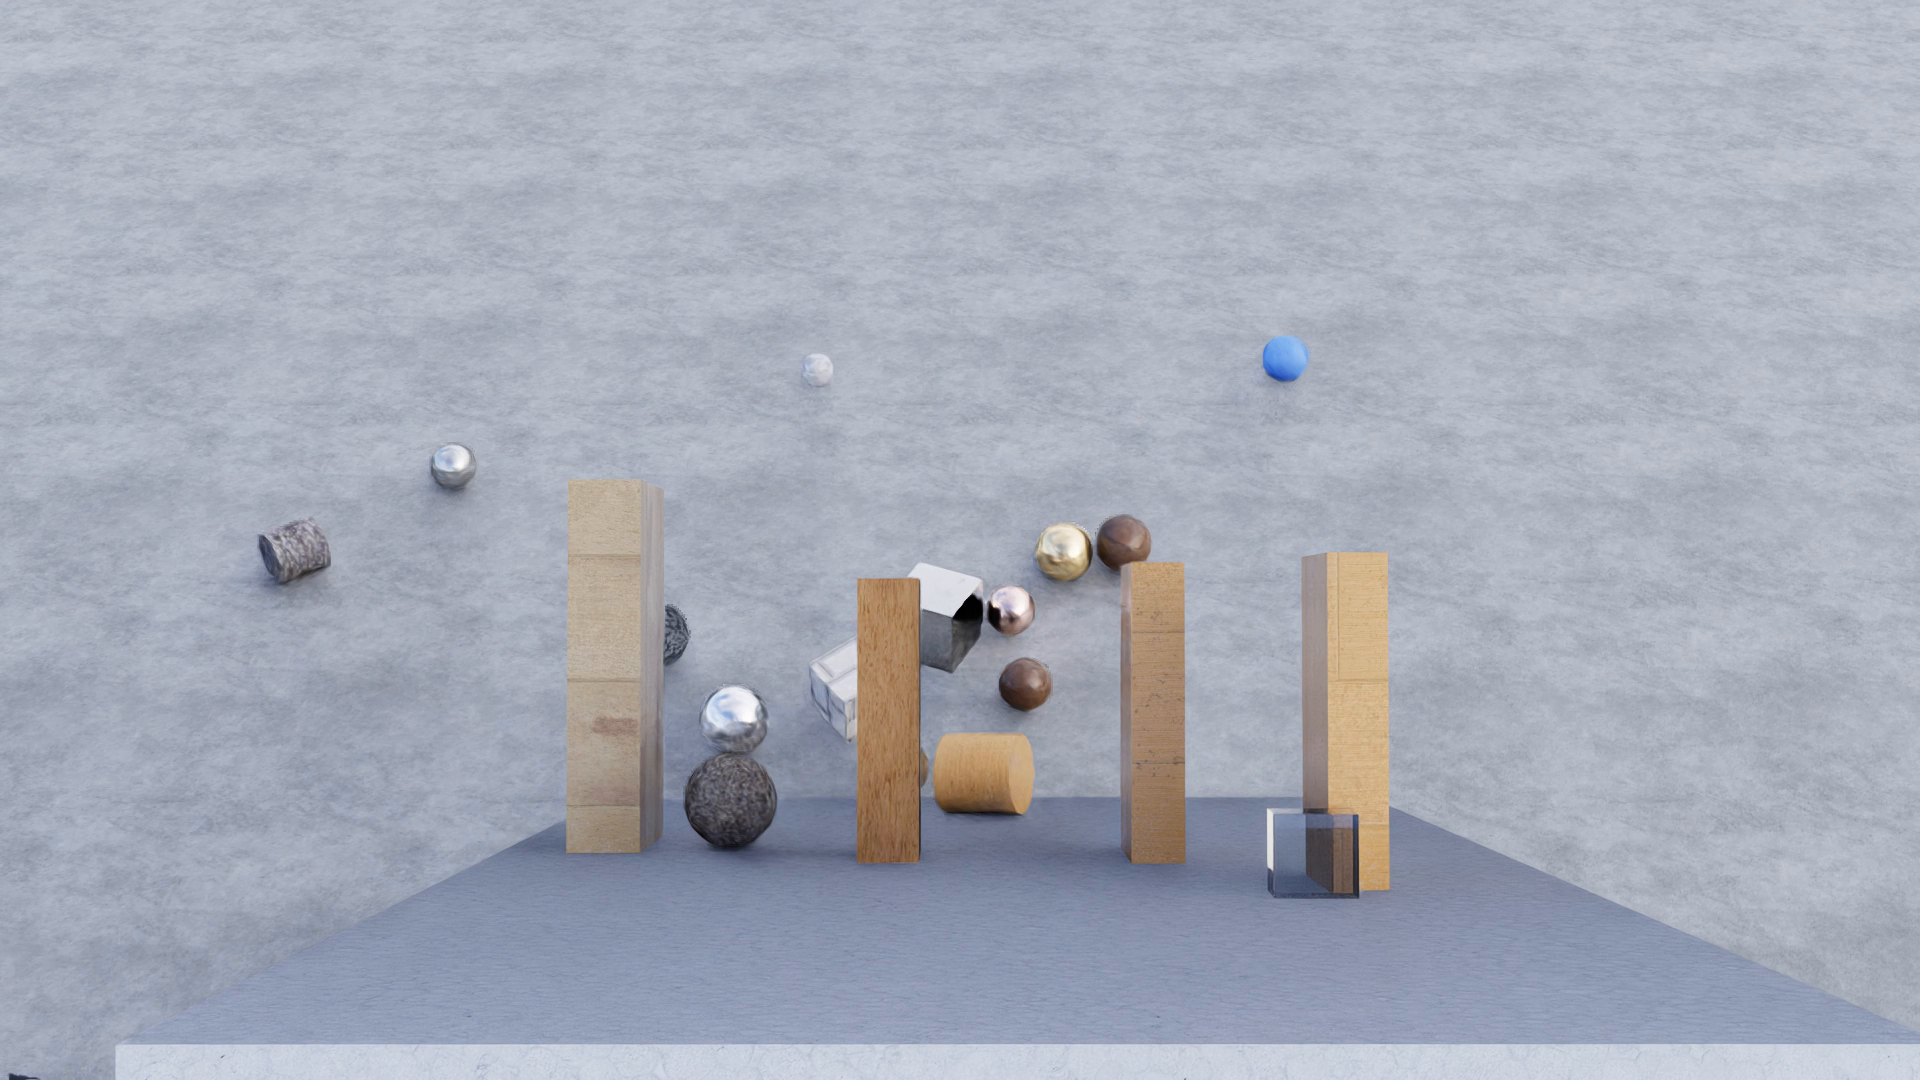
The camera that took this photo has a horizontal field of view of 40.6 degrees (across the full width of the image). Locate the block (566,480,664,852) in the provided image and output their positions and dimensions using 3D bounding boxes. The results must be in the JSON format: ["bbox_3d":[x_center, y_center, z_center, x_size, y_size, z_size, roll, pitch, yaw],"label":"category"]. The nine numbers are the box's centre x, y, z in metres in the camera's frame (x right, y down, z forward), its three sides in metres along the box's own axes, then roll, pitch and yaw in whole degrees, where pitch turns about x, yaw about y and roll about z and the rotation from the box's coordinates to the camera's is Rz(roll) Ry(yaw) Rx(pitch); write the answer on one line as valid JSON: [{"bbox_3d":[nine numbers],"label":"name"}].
[{"bbox_3d":[-0.713,0.258,5.406,0.147,0.747,0.410,0,-2,0],"label":"block"}]

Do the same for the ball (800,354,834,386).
[{"bbox_3d":[-0.477,-0.568,8.657,0.109,0.109,0.109,0,35,0],"label":"ball"}]

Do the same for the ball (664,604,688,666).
[{"bbox_3d":[-0.865,0.272,7.392,0.185,0.185,0.185,0,35,0],"label":"ball"}]

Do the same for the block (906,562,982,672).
[{"bbox_3d":[-0.070,0.221,7.451,0.200,0.200,0.200,15,38,20],"label":"block"}]

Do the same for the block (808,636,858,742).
[{"bbox_3d":[-0.290,0.404,7.087,0.172,0.172,0.172,-30,54,-23],"label":"block"}]

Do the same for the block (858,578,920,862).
[{"bbox_3d":[-0.138,0.350,5.115,0.118,0.545,0.261,0,-2,0],"label":"block"}]

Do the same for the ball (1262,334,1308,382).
[{"bbox_3d":[1.086,-0.607,8.674,0.155,0.155,0.155,0,35,0],"label":"ball"}]

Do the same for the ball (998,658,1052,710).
[{"bbox_3d":[0.181,0.402,7.238,0.147,0.147,0.147,0,35,0],"label":"ball"}]

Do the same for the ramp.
[{"bbox_3d":[0.077,0.664,4.834,2.000,0.100,4.000,0,-2,0],"label":"ramp"}]

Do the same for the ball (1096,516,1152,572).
[{"bbox_3d":[0.490,0.010,7.779,0.169,0.169,0.169,0,35,0],"label":"ball"}]

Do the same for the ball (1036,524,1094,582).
[{"bbox_3d":[0.310,0.036,7.739,0.173,0.173,0.173,0,35,0],"label":"ball"}]

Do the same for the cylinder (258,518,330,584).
[{"bbox_3d":[-1.986,0.032,7.758,0.156,0.156,0.156,-23,41,-29],"label":"cylinder"}]

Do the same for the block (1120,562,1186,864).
[{"bbox_3d":[0.380,0.335,5.139,0.103,0.575,0.327,0,-2,0],"label":"block"}]

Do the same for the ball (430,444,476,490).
[{"bbox_3d":[-1.589,-0.231,8.146,0.145,0.145,0.145,0,35,0],"label":"ball"}]

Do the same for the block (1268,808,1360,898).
[{"bbox_3d":[0.597,0.530,4.400,0.140,0.140,0.140,0,-2,2],"label":"block"}]

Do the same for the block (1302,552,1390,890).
[{"bbox_3d":[0.686,0.317,4.643,0.105,0.581,0.335,0,-2,0],"label":"block"}]

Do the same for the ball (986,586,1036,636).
[{"bbox_3d":[0.147,0.203,7.506,0.144,0.144,0.144,0,35,0],"label":"ball"}]

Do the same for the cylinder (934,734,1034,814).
[{"bbox_3d":[0.058,0.563,6.260,0.191,0.191,0.191,-1,33,19],"label":"cylinder"}]

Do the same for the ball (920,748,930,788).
[{"bbox_3d":[-0.155,0.605,6.902,0.150,0.150,0.150,0,35,0],"label":"ball"}]

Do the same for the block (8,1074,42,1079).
[{"bbox_3d":[-2.082,1.314,5.845,0.151,0.151,0.151,12,51,-11],"label":"block"}]

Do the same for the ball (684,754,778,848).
[{"bbox_3d":[-0.470,0.534,5.322,0.190,0.190,0.190,0,35,0],"label":"ball"}]

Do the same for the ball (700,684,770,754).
[{"bbox_3d":[-0.614,0.490,7.075,0.190,0.190,0.190,0,35,0],"label":"ball"}]
